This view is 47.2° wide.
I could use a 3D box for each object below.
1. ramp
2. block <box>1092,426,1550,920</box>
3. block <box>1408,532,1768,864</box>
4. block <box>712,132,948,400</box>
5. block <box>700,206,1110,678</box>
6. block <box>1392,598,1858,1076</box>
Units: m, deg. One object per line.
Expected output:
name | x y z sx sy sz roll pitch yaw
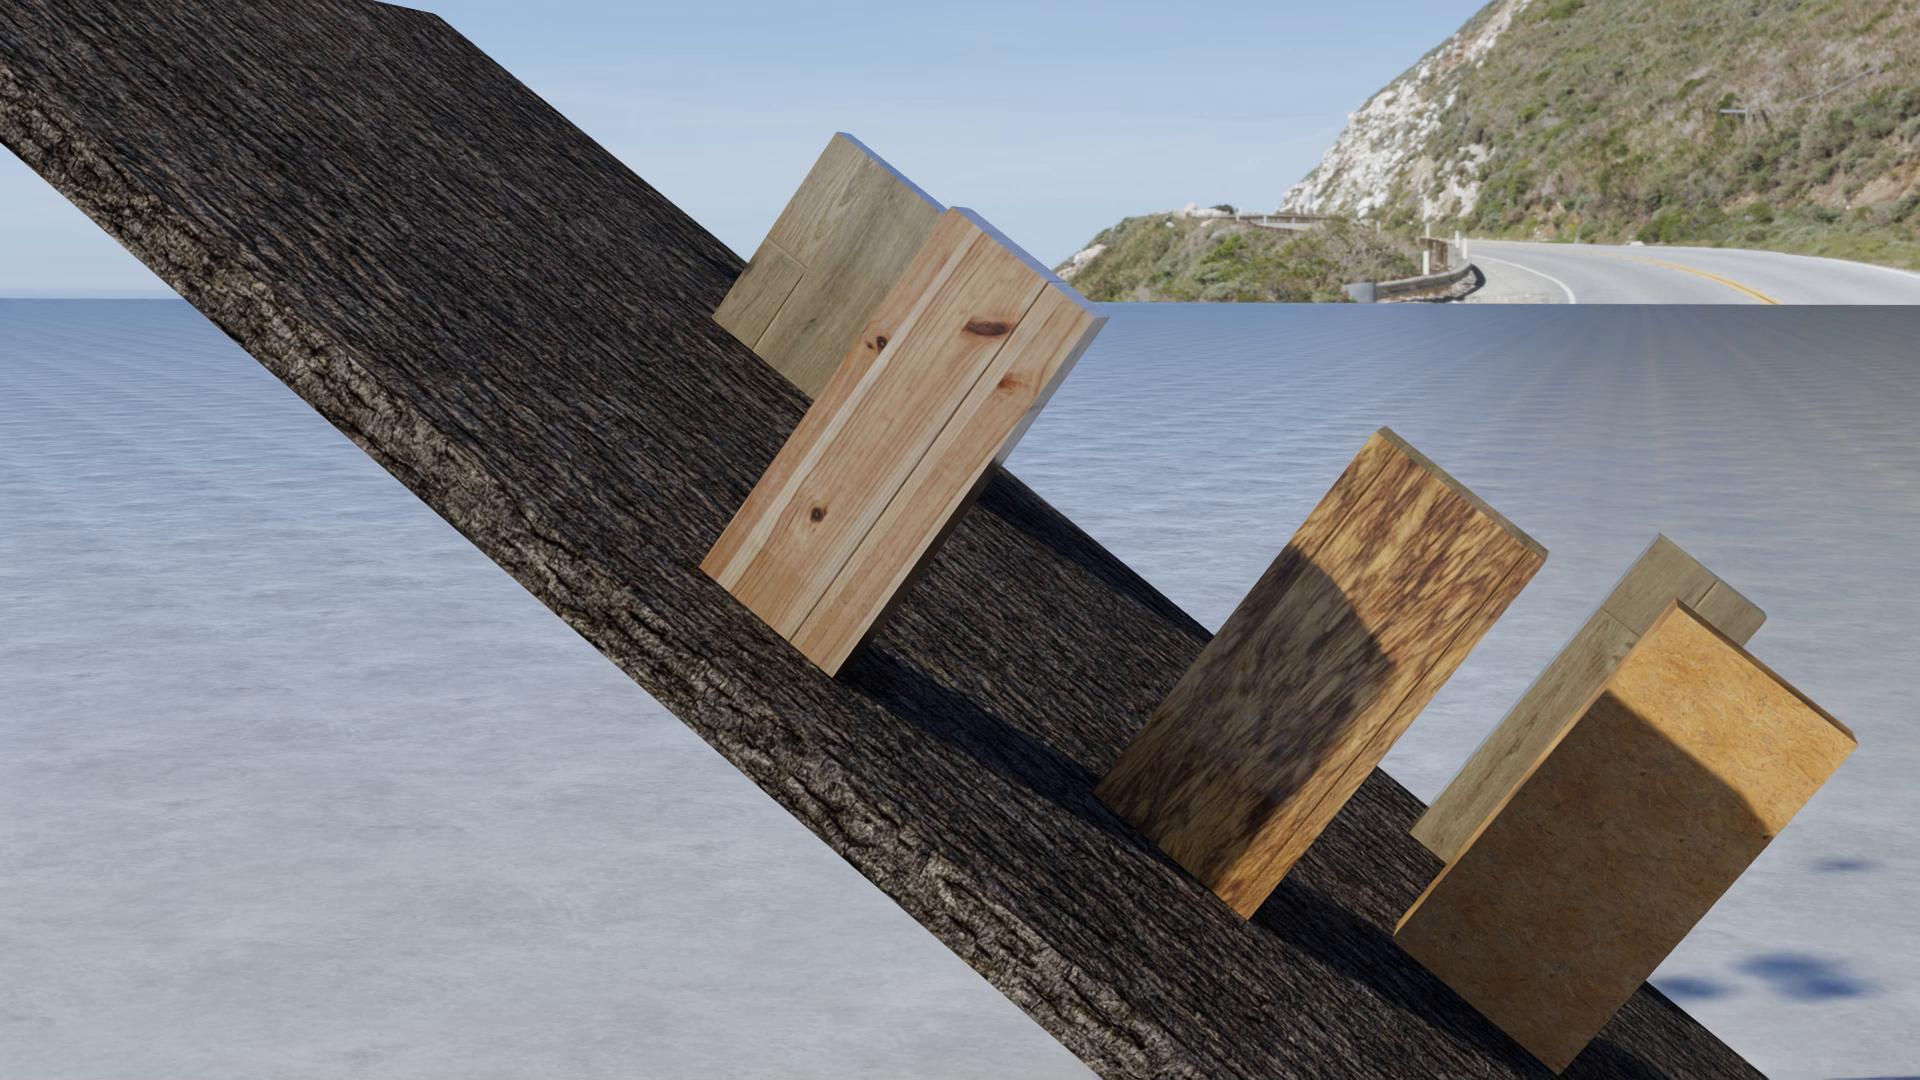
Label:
ramp | -0.058 0.119 4.067 4.000 0.100 2.000 39 16 9
block | 0.575 0.216 3.550 0.325 0.751 0.139 39 16 9
block | 1.271 0.376 4.482 0.258 0.793 0.092 39 16 9
block | -0.242 -0.545 4.530 0.339 0.471 0.081 39 16 9
block | -0.090 -0.143 3.309 0.270 0.680 0.095 39 16 9
block | 1.150 0.520 3.846 0.367 0.774 0.122 39 16 9
